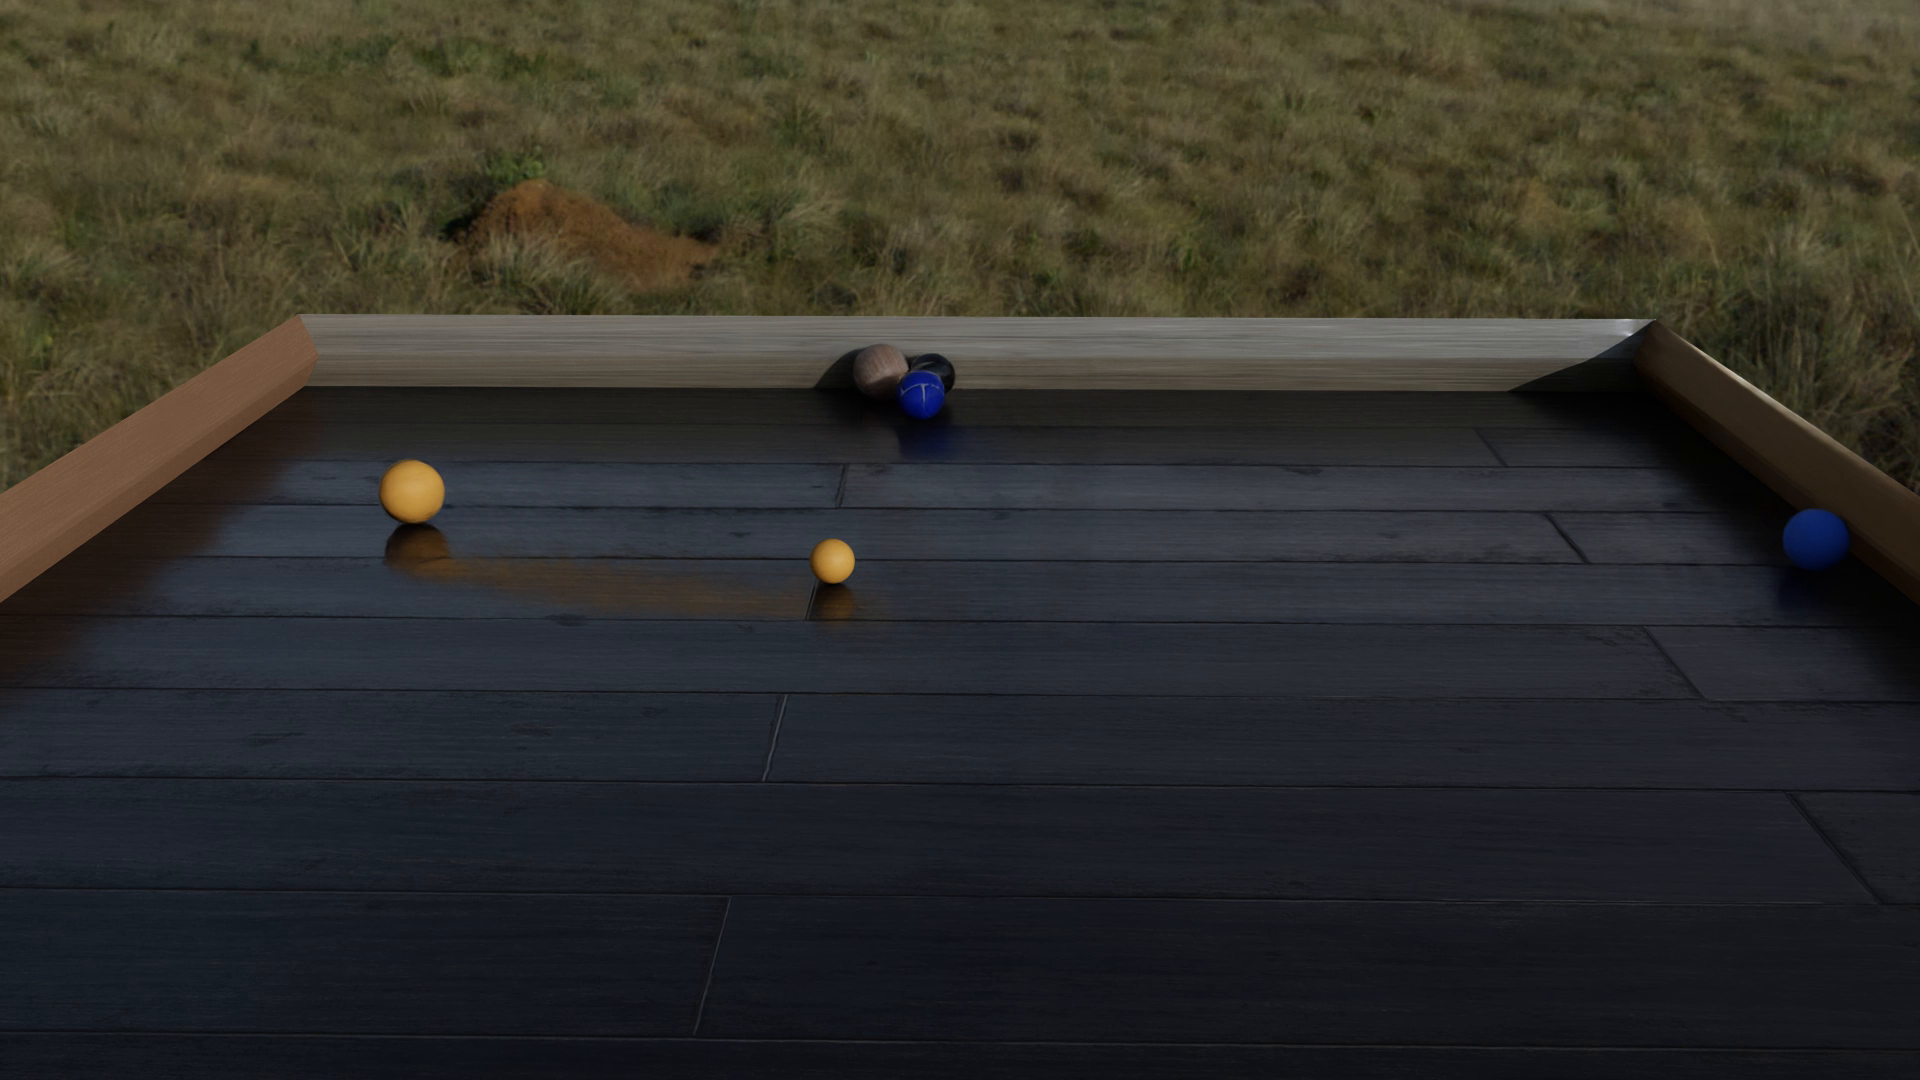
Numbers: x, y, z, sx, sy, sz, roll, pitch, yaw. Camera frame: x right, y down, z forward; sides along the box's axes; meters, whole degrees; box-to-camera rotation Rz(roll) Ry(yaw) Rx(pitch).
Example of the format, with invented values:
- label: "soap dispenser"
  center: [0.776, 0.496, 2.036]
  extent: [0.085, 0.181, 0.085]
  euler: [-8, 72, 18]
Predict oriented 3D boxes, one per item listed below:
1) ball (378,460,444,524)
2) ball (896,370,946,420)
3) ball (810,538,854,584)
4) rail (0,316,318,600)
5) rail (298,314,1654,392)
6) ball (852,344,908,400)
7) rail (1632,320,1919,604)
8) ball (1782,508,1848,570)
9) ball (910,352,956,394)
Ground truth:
- label: "ball"
  center: [-0.756, -0.066, 3.034]
  extent: [0.089, 0.089, 0.089]
  euler: [0, 17, 0]
- label: "ball"
  center: [-0.065, -0.240, 3.631]
  extent: [0.082, 0.082, 0.082]
  euler: [0, 17, 0]
- label: "ball"
  center: [-0.161, 0.027, 2.778]
  extent: [0.057, 0.057, 0.057]
  euler: [0, 17, 0]
- label: "rail"
  center: [-1.179, 0.275, 1.818]
  extent: [0.045, 0.127, 4.277]
  euler: [0, 17, 1]
- label: "rail"
  center: [0.021, -0.321, 3.822]
  extent: [2.363, 0.127, 0.045]
  euler: [0, 17, 1]
- label: "ball"
  center: [-0.136, -0.287, 3.762]
  extent: [0.097, 0.097, 0.097]
  euler: [0, 17, 0]
- label: "rail"
  center: [1.136, 0.288, 1.774]
  extent: [0.045, 0.127, 4.277]
  euler: [0, 17, 1]
- label: "ball"
  center: [1.101, -0.001, 2.831]
  extent: [0.081, 0.081, 0.081]
  euler: [0, 17, 0]
- label: "ball"
  center: [-0.048, -0.281, 3.774]
  extent: [0.080, 0.080, 0.080]
  euler: [0, 17, 0]
